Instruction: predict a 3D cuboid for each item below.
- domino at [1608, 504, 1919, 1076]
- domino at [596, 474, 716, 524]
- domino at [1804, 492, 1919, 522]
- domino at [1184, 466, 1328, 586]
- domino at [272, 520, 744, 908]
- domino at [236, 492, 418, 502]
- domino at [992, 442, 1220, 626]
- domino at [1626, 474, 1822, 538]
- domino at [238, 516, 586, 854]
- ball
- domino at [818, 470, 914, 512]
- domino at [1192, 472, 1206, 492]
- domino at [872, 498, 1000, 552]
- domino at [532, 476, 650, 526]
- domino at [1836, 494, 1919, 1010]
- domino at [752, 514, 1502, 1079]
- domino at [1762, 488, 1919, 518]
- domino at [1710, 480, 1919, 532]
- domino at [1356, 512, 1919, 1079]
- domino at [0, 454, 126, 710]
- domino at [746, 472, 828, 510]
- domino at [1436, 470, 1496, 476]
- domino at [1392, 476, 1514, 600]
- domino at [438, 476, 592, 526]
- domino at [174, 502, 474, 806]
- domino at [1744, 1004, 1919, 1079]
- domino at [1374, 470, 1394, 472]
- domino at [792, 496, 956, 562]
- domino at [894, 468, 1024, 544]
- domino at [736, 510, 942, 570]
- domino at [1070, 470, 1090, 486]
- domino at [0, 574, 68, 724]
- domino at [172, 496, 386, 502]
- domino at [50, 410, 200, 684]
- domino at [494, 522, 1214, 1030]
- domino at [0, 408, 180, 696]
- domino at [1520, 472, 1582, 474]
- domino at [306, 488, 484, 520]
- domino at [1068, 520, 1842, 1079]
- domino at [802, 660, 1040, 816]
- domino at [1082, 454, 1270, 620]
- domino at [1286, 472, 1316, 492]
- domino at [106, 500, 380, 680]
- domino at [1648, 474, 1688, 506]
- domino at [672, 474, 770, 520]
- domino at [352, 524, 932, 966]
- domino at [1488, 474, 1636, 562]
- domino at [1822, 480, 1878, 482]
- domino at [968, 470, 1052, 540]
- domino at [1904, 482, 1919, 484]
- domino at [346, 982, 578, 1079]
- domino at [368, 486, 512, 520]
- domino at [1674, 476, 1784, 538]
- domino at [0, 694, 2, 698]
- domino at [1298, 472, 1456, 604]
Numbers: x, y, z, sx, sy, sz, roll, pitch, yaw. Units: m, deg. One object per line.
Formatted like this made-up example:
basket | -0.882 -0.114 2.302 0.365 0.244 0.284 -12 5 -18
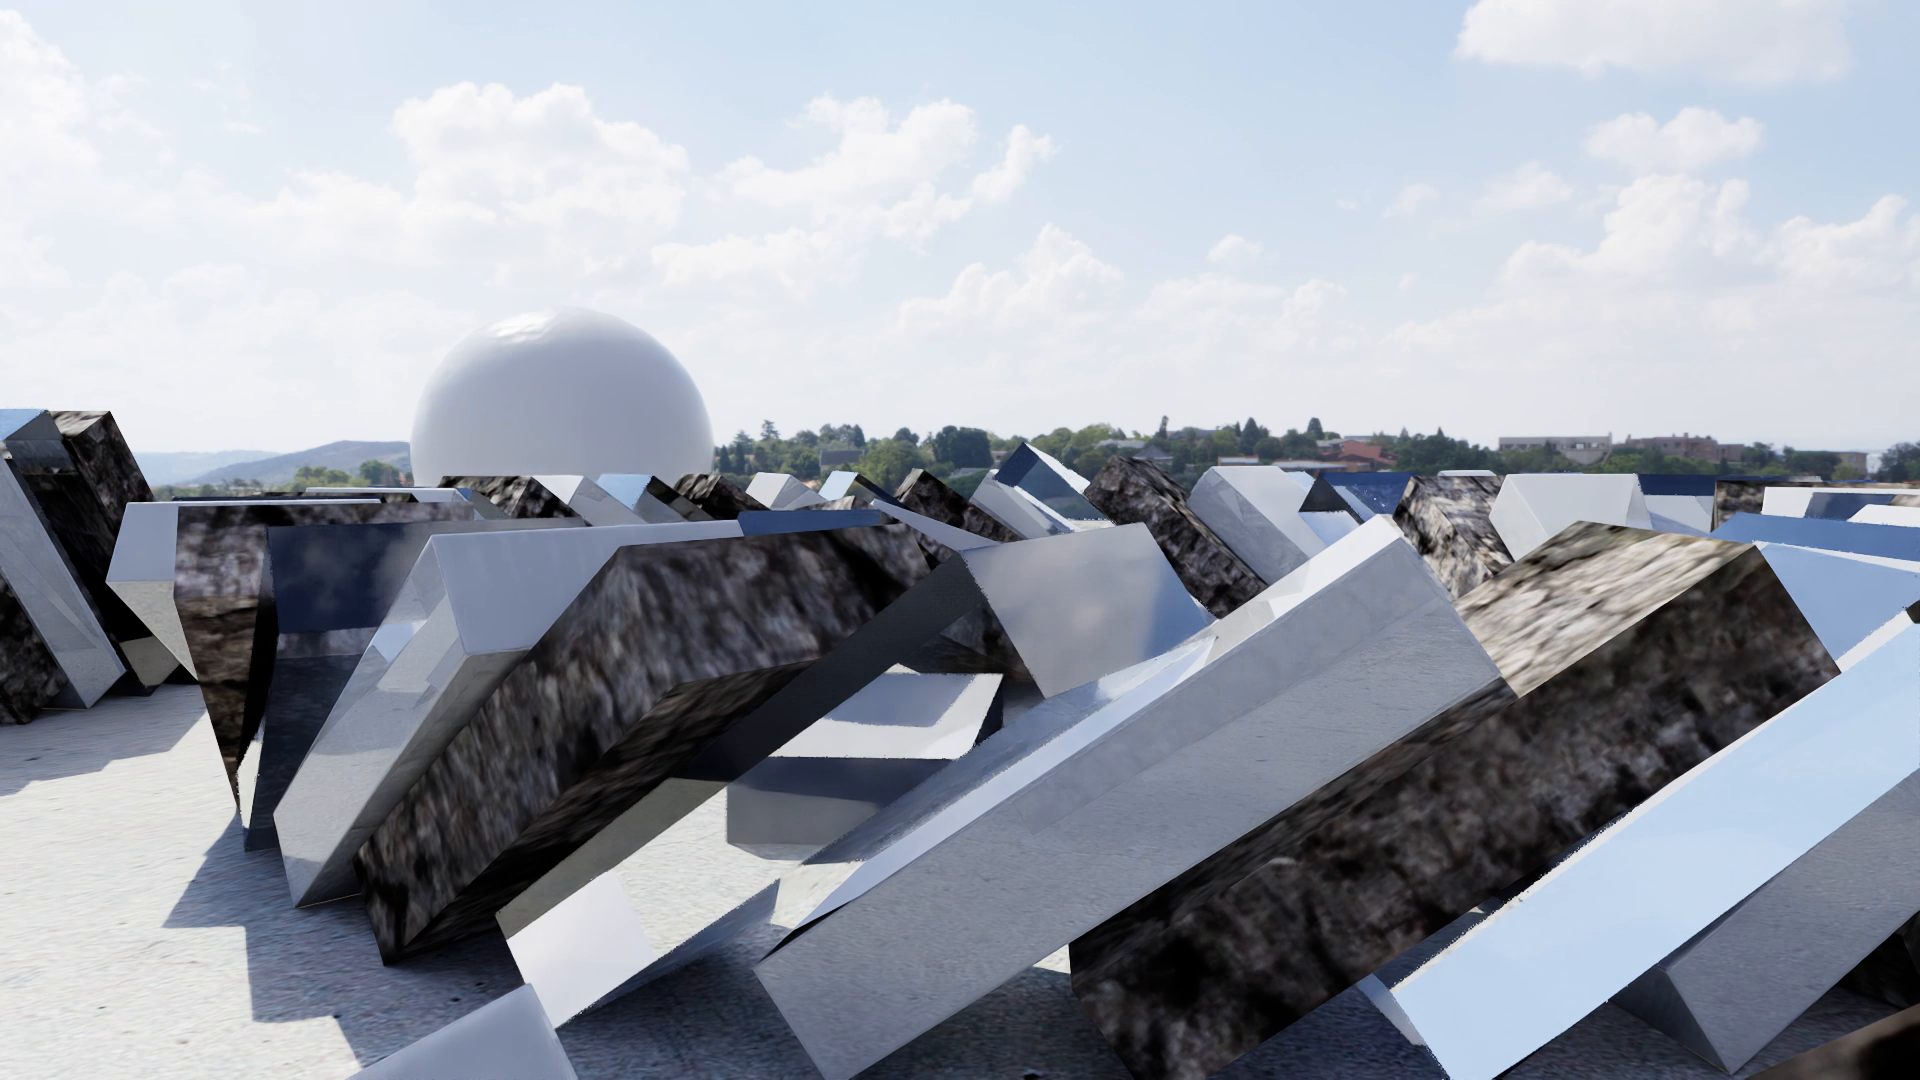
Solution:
domino | 0.067 0.016 0.101 0.050 0.010 0.025 -37 11 -7
domino | -0.055 0.004 0.279 0.050 0.010 0.025 39 -21 -34
domino | 0.094 0.014 0.128 0.025 0.010 0.050 4 42 46
domino | 0.069 0.005 0.243 0.025 0.009 0.050 -4 43 -47
domino | -0.040 0.016 0.112 0.025 0.009 0.050 -4 -29 -43
domino | -0.084 0.010 0.192 0.025 0.009 0.050 0 -30 7
domino | 0.030 0.002 0.253 0.050 0.010 0.025 44 10 17
domino | 0.113 0.010 0.180 0.025 0.009 0.050 2 41 14
domino | -0.054 0.015 0.124 0.025 0.010 0.050 -3 -29 -34
ball | -0.108 -0.024 0.354 0.080 0.080 0.080 0 4 0
domino | -0.010 0.001 0.312 0.050 0.009 0.025 35 -7 -18
domino | 0.081 0.001 0.319 0.050 0.009 0.025 37 16 16
domino | 0.004 0.008 0.238 0.050 0.009 0.025 19 -18 -10
domino | -0.067 0.004 0.265 0.025 0.009 0.050 3 -29 44
domino | 0.083 0.016 0.111 0.050 0.010 0.025 -40 19 -16
domino | 0.012 0.017 0.091 0.050 0.010 0.025 -36 -6 15
domino | 0.104 0.013 0.145 0.025 0.009 0.050 3 41 35
domino | 0.110 0.012 0.162 0.025 0.010 0.050 3 41 26
domino | 0.049 0.017 0.096 0.050 0.010 0.025 -36 7 -2
domino | -0.153 0.004 0.197 0.025 0.050 0.009 1 35 8
domino | -0.026 0.002 0.302 0.050 0.010 0.025 35 -11 -23
domino | 0.133 0.002 0.296 0.025 0.010 0.050 -3 40 -42
domino | 0.098 0.008 0.217 0.025 0.009 0.050 -1 40 -17
domino | -0.076 0.006 0.248 0.025 0.010 0.050 2 -30 33
domino | -0.066 0.014 0.139 0.025 0.009 0.050 -2 -31 -24
domino | -0.009 0.024 0.011 0.050 0.009 0.025 -34 -6 17
domino | 0.116 0.002 0.306 0.050 0.010 0.025 42 26 27
domino | -0.007 0.009 0.218 0.050 0.009 0.025 29 -23 -33
domino | 0.007 0.000 0.320 0.050 0.010 0.025 35 -1 -9
domino | -0.011 0.011 0.198 0.025 0.009 0.050 0 -26 31
domino | 0.045 0.000 0.325 0.050 0.009 0.025 35 9 7
domino | -0.155 0.005 0.186 0.025 0.050 0.009 1 35 8
domino | -0.082 0.011 0.173 0.025 0.009 0.050 0 -30 0
domino | -0.148 0.002 0.218 0.025 0.050 0.010 1 35 8
domino | -0.008 0.017 0.092 0.050 0.009 0.025 -38 -16 29
domino | -0.150 0.003 0.208 0.025 0.050 0.010 1 35 8
domino | 0.147 0.003 0.284 0.025 0.009 0.050 -2 39 -34
domino | -0.083 0.009 0.210 0.025 0.009 0.050 1 -30 12
domino | 0.031 0.017 0.092 0.050 0.009 0.025 -35 2 5
domino | -0.003 0.025 0.171 0.025 0.010 0.050 0 4 6
domino | 0.049 0.004 0.248 0.050 0.010 0.025 45 19 20
domino | 0.099 0.001 0.313 0.050 0.010 0.025 38 20 21
domino | -0.077 0.013 0.155 0.025 0.009 0.050 -1 -30 -9
domino | 0.159 0.005 0.269 0.025 0.009 0.050 -2 38 -27
domino | -0.041 0.003 0.292 0.050 0.009 0.025 36 -15 -28
domino | -0.025 0.017 0.101 0.025 0.009 0.050 -6 -28 -48
domino | 0.106 0.009 0.200 0.025 0.009 0.050 0 41 -6
domino | 0.176 0.007 0.237 0.025 0.010 0.050 -1 38 -17
domino | 0.026 0.000 0.326 0.050 0.010 0.025 34 6 2
domino | 0.183 0.008 0.219 0.025 0.009 0.050 -1 38 -11
domino | -0.027 0.024 0.014 0.050 0.009 0.025 -35 -11 24
domino | -0.081 0.008 0.231 0.025 0.010 0.050 2 -28 27
domino | 0.169 0.006 0.253 0.025 0.009 0.050 -1 38 -20
domino | -0.158 0.005 0.175 0.025 0.050 0.009 1 35 8
domino | 0.087 0.007 0.233 0.025 0.009 0.050 -2 41 -28
